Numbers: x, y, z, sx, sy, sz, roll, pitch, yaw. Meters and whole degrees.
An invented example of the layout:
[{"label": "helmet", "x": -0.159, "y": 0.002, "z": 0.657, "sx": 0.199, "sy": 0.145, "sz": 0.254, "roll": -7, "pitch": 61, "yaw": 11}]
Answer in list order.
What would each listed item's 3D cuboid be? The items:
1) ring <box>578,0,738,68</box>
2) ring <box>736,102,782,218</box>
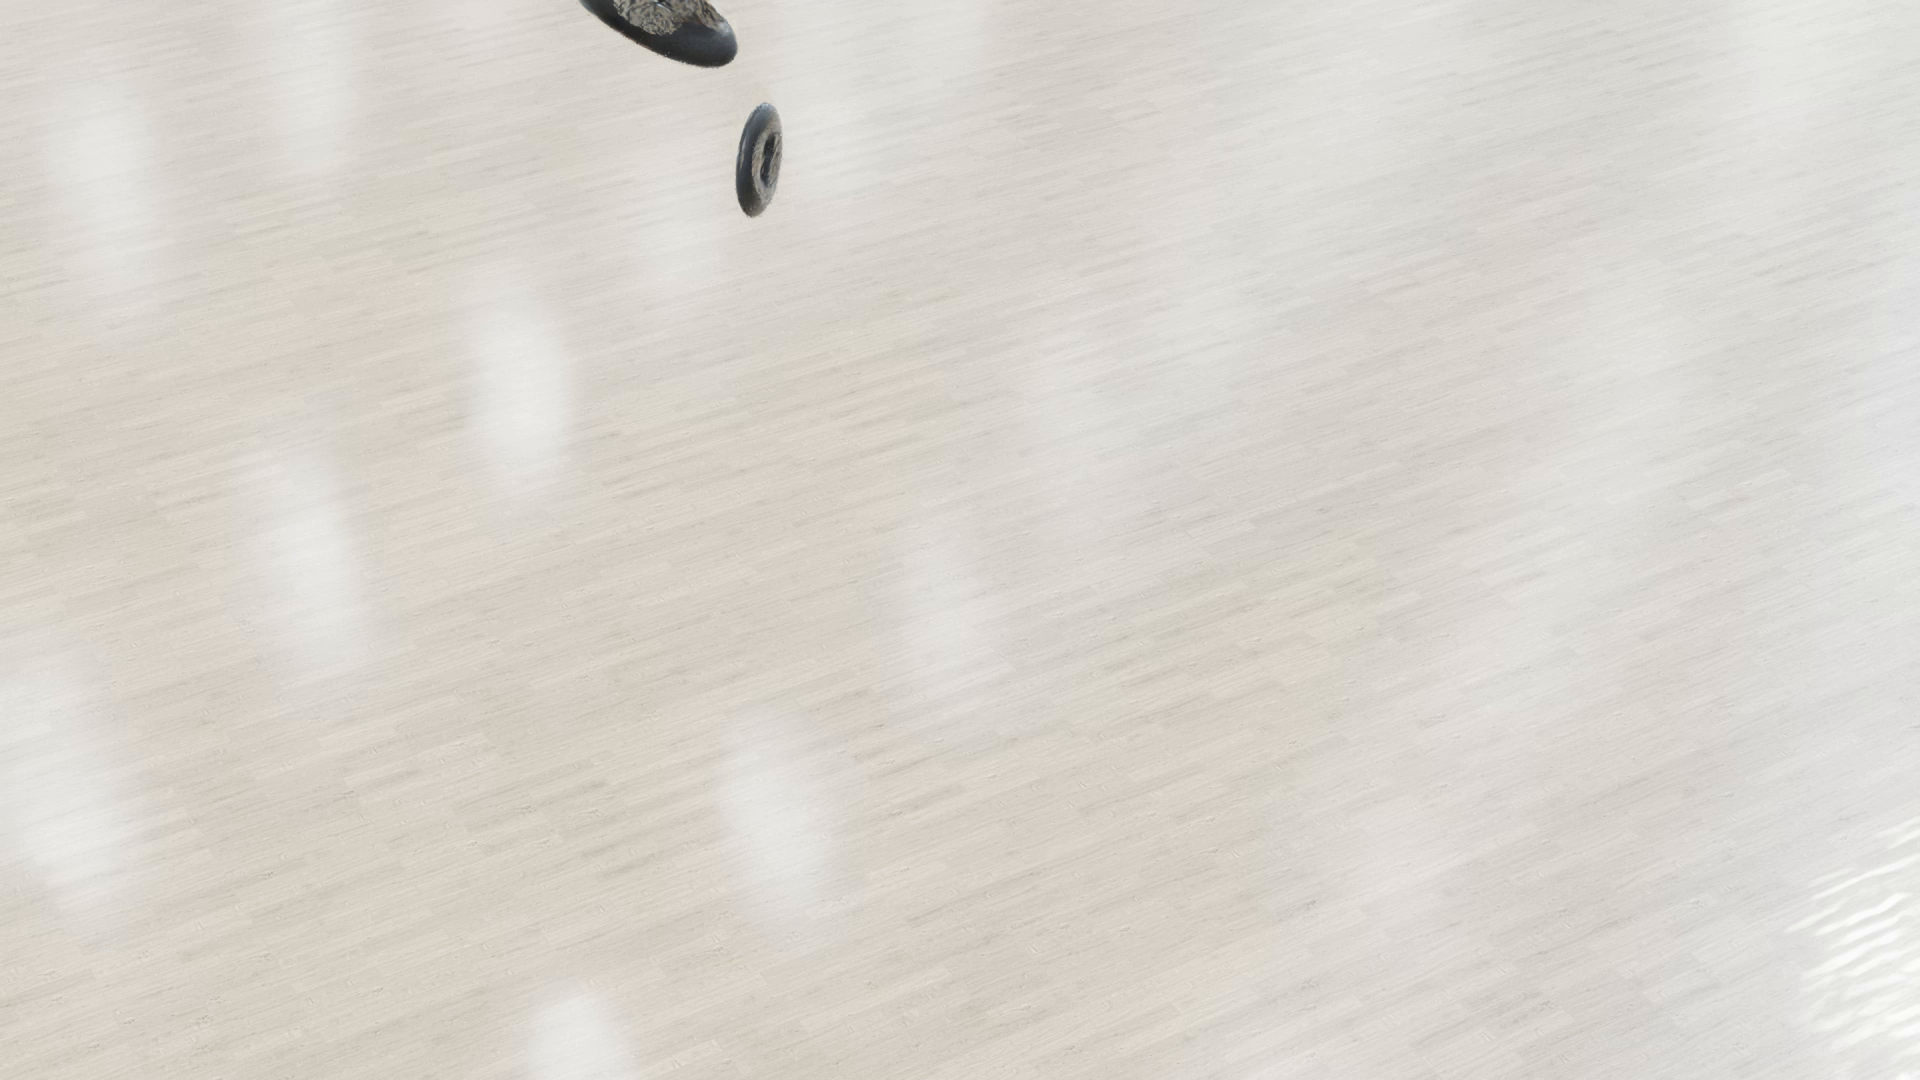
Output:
[{"label": "ring", "x": -0.784, "y": -1.344, "z": 7.391, "sx": 0.506, "sy": 0.109, "sz": 0.324, "roll": 31, "pitch": 28, "yaw": 1}, {"label": "ring", "x": -0.575, "y": -1.090, "z": 8.406, "sx": 0.066, "sy": 0.314, "sz": 0.389, "roll": 6, "pitch": 34, "yaw": 9}]
